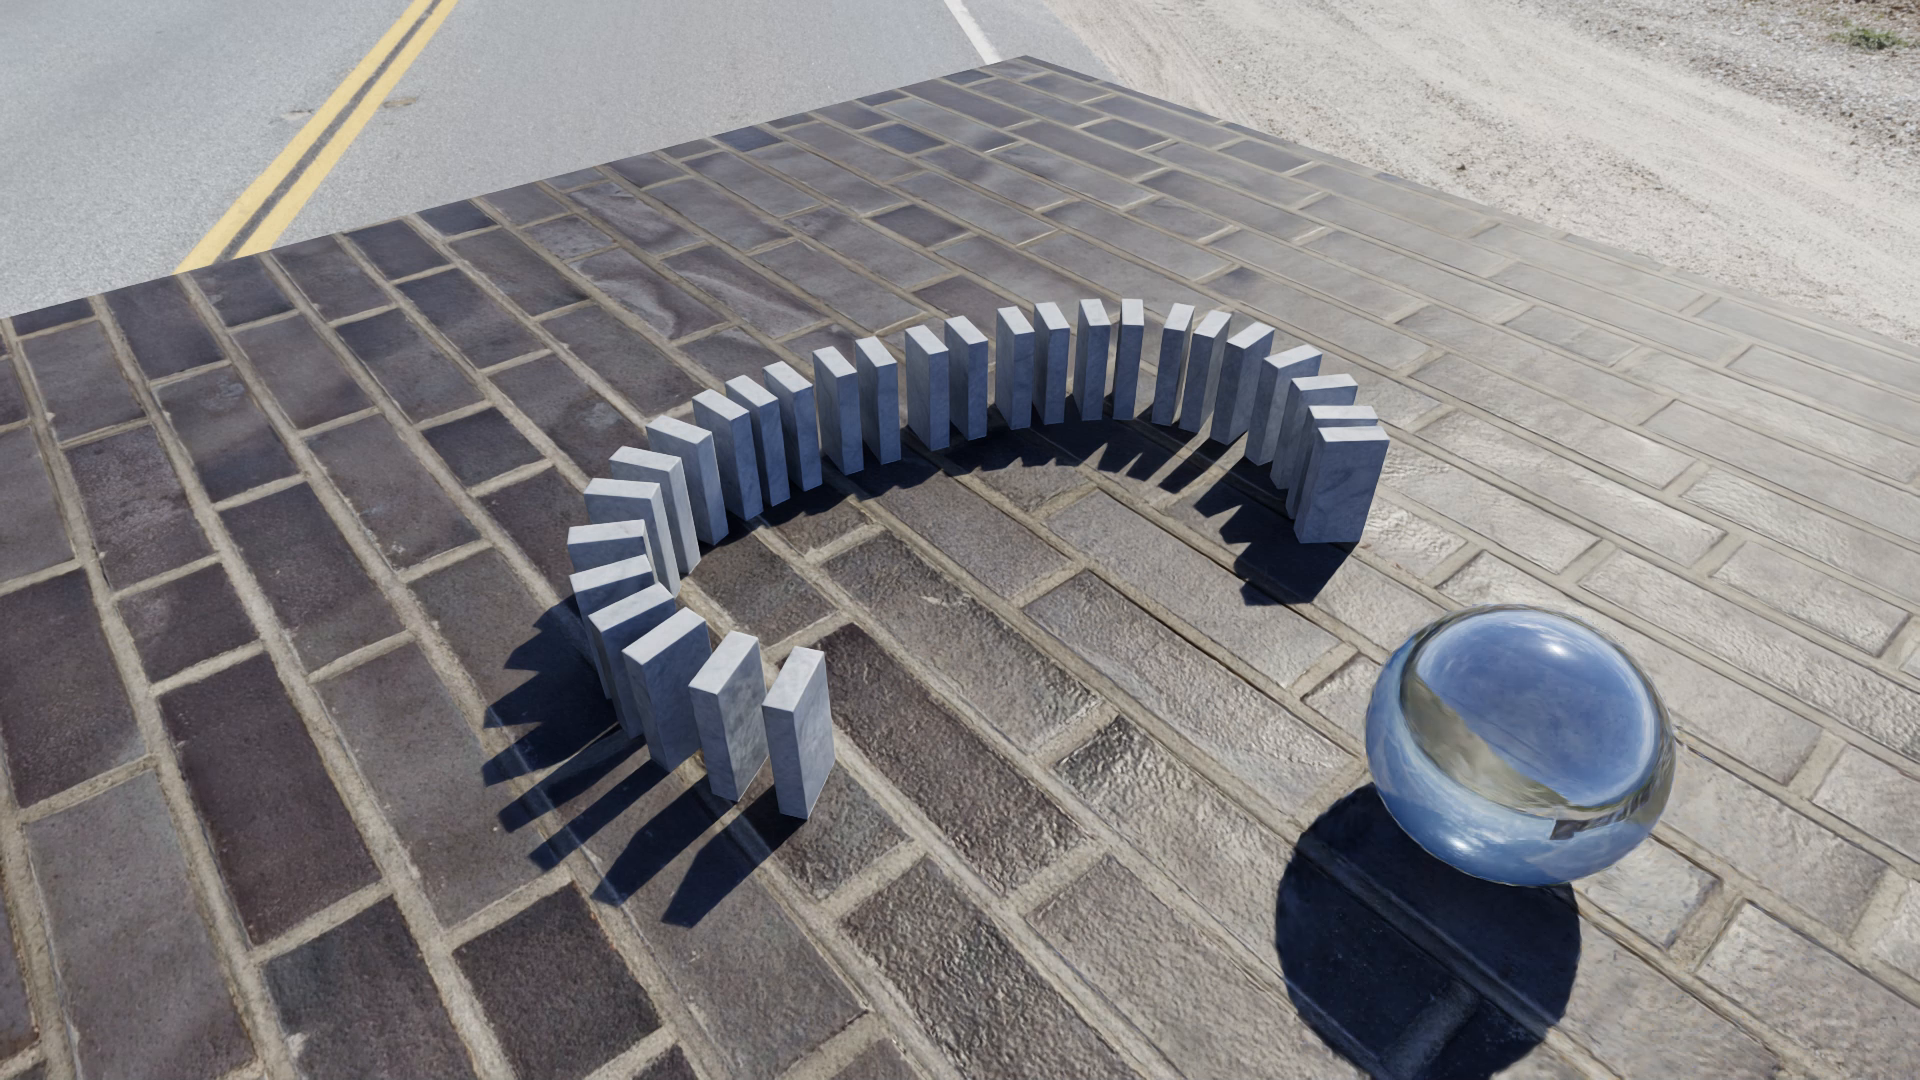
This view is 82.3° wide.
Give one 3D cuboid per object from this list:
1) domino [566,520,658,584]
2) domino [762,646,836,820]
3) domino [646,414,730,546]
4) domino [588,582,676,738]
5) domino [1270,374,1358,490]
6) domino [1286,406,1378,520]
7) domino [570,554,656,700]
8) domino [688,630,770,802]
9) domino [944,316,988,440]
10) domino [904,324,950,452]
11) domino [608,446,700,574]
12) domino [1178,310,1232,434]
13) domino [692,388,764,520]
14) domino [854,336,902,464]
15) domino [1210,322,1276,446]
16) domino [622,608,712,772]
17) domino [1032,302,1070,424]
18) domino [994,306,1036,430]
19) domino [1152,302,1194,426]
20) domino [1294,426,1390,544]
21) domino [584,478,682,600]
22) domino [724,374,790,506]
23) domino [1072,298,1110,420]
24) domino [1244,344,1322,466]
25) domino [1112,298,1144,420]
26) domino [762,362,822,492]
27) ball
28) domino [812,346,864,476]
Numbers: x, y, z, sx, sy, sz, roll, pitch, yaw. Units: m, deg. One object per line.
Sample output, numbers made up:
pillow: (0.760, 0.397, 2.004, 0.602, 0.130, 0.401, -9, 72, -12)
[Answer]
domino: (-0.121, 0.017, 0.391, 0.025, 0.050, 0.009, -7, 40, -8)
domino: (-0.049, 0.060, 0.339, 0.010, 0.050, 0.025, 10, 40, 12)
domino: (-0.109, -0.024, 0.440, 0.025, 0.050, 0.009, 20, 43, 22)
domino: (-0.104, 0.040, 0.362, 0.025, 0.050, 0.009, -28, 47, -30)
domino: (0.150, -0.046, 0.467, 0.025, 0.050, 0.010, -6, 40, -7)
domino: (0.151, -0.031, 0.449, 0.025, 0.050, 0.009, 0, 39, 0)
domino: (-0.114, 0.030, 0.375, 0.025, 0.050, 0.009, -17, 42, -20)
domino: (-0.070, 0.055, 0.344, 0.009, 0.050, 0.025, 13, 41, 16)
domino: (0.003, -0.073, 0.501, 0.010, 0.050, 0.025, -17, 42, -20)
domino: (-0.015, -0.068, 0.494, 0.009, 0.050, 0.025, -18, 43, -20)
domino: (-0.117, -0.011, 0.425, 0.025, 0.050, 0.009, 12, 41, 14)
domino: (0.113, -0.077, 0.506, 0.010, 0.050, 0.025, 19, 43, 22)
domino: (-0.096, -0.035, 0.454, 0.025, 0.050, 0.009, 30, 48, 32)
domino: (-0.036, -0.061, 0.487, 0.010, 0.050, 0.025, -17, 42, -19)
domino: (0.127, -0.071, 0.498, 0.010, 0.050, 0.025, 31, 48, 32)
domino: (-0.091, 0.048, 0.352, 0.010, 0.050, 0.025, 27, 46, 29)
domino: (0.042, -0.082, 0.511, 0.009, 0.050, 0.025, -8, 40, -10)
domino: (0.025, -0.079, 0.508, 0.009, 0.050, 0.025, -11, 41, -13)
domino: (0.099, -0.081, 0.511, 0.010, 0.050, 0.025, 13, 41, 15)
domino: (0.151, -0.021, 0.438, 0.025, 0.050, 0.010, -2, 39, -2)
domino: (-0.122, 0.001, 0.410, 0.025, 0.050, 0.009, 5, 40, 6)
domino: (-0.085, -0.041, 0.462, 0.010, 0.050, 0.025, -29, 48, -31)
domino: (0.061, -0.084, 0.514, 0.010, 0.050, 0.025, -4, 39, -4)
domino: (0.142, -0.059, 0.483, 0.025, 0.050, 0.010, -20, 43, -23)
domino: (0.078, -0.084, 0.514, 0.010, 0.050, 0.025, 4, 39, 4)
domino: (-0.071, -0.048, 0.470, 0.009, 0.050, 0.025, -26, 46, -28)
ball: (0.159, 0.058, 0.317, 0.080, 0.080, 0.080, 0, 39, 0)
domino: (-0.053, -0.056, 0.480, 0.009, 0.050, 0.025, -20, 43, -22)
